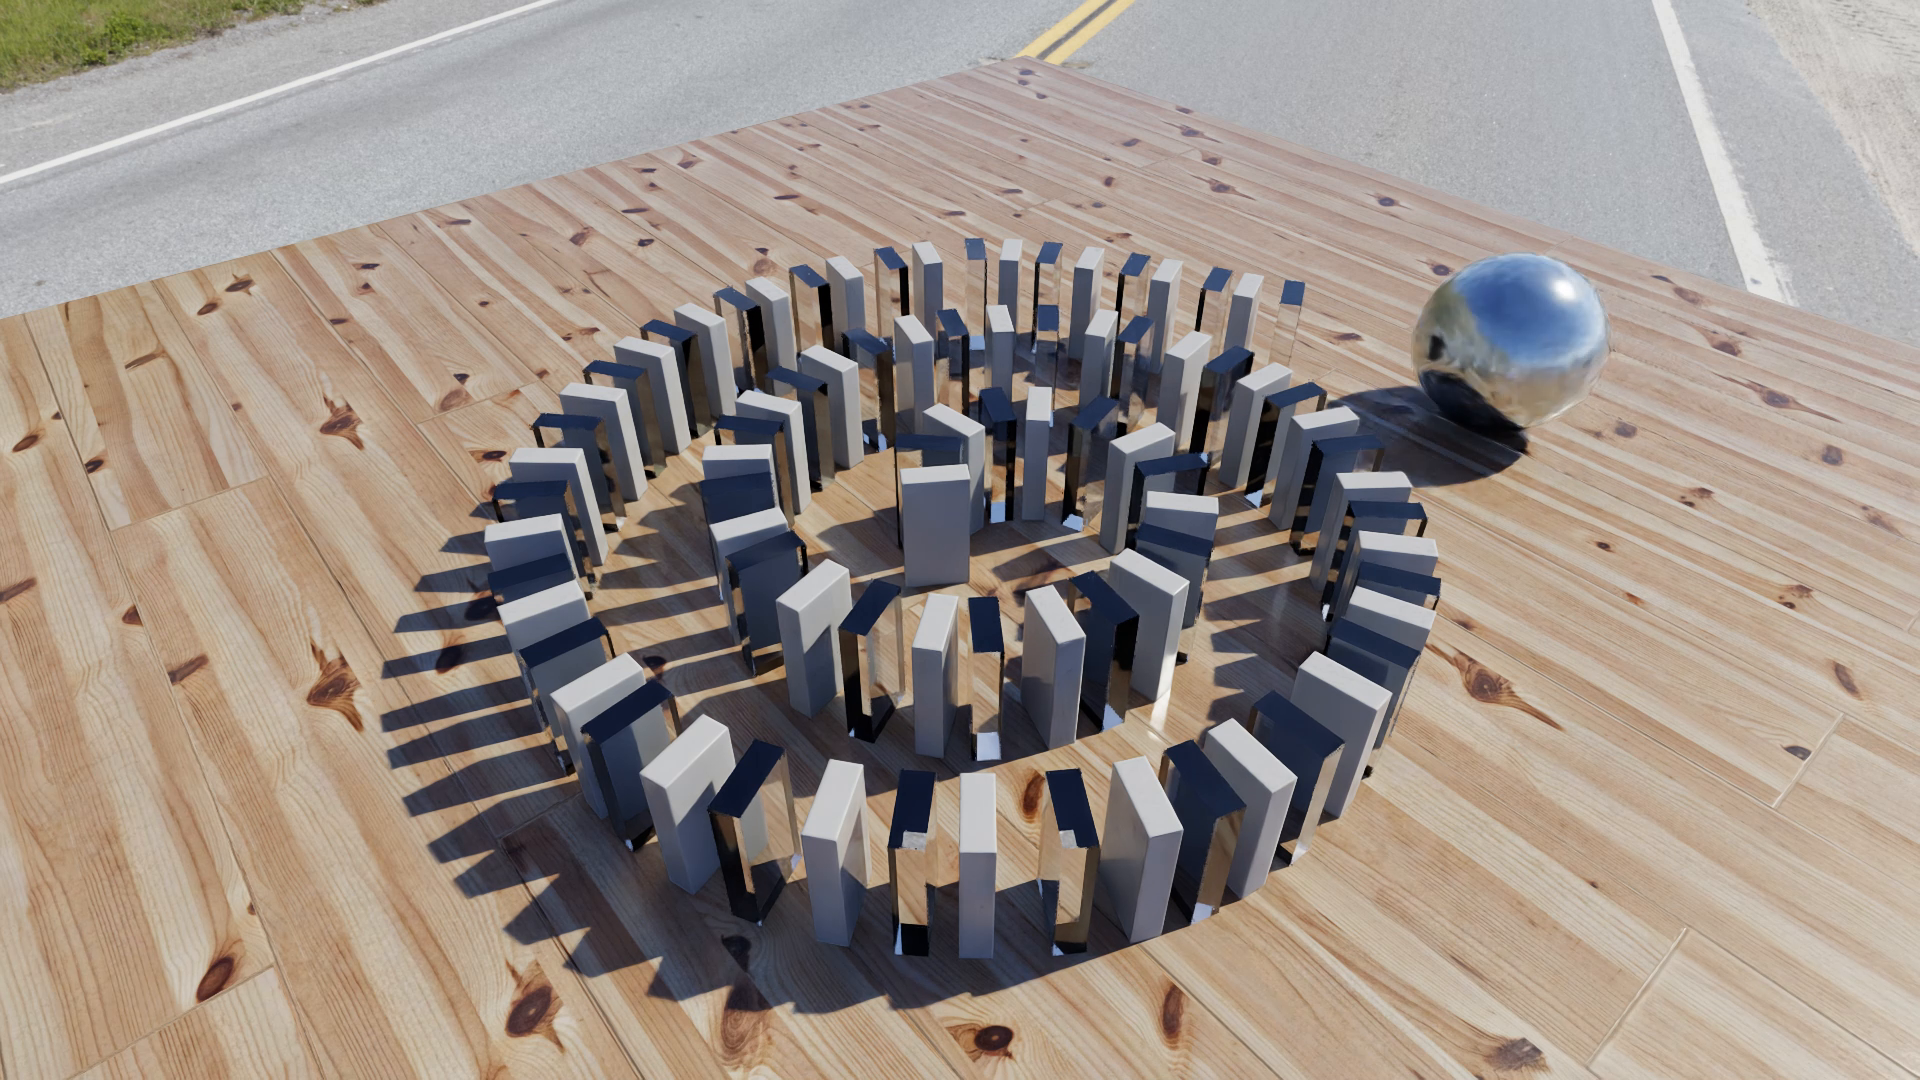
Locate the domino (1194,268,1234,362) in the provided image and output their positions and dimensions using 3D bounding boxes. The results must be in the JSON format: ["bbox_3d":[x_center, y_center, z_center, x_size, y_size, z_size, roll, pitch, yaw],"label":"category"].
[{"bbox_3d":[0.123,-0.105,0.539,0.010,0.050,0.025,16,42,18],"label":"domino"}]

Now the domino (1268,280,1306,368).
[{"bbox_3d":[0.155,-0.096,0.529,0.010,0.050,0.025,12,41,14],"label":"domino"}]

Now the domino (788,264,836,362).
[{"bbox_3d":[-0.072,-0.107,0.542,0.010,0.050,0.025,-22,44,-25],"label":"domino"}]

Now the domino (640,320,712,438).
[{"bbox_3d":[-0.129,-0.073,0.501,0.025,0.050,0.009,21,44,24],"label":"domino"}]

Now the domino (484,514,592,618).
[{"bbox_3d":[-0.150,0.015,0.393,0.025,0.050,0.009,-10,40,-12],"label":"domino"}]

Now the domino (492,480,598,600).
[{"bbox_3d":[-0.154,0.001,0.410,0.025,0.050,0.009,-4,39,-4],"label":"domino"}]

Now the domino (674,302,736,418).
[{"bbox_3d":[-0.118,-0.083,0.512,0.025,0.050,0.010,28,47,30],"label":"domino"}]

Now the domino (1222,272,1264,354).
[{"bbox_3d":[0.136,-0.101,0.535,0.009,0.050,0.025,16,42,18],"label":"domino"}]

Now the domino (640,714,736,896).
[{"bbox_3d":[-0.076,0.077,0.318,0.010,0.050,0.025,22,44,24],"label":"domino"}]

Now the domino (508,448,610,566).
[{"bbox_3d":[-0.155,-0.012,0.426,0.025,0.050,0.009,1,39,1],"label":"domino"}]

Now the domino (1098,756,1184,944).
[{"bbox_3d":[0.049,0.087,0.306,0.009,0.050,0.025,-10,40,-12],"label":"domino"}]

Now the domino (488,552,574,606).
[{"bbox_3d":[-0.141,0.030,0.375,0.025,0.050,0.010,-17,42,-20],"label":"domino"}]

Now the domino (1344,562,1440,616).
[{"bbox_3d":[0.143,0.032,0.373,0.025,0.050,0.010,14,41,16],"label":"domino"}]

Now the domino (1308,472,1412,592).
[{"bbox_3d":[0.150,-0.002,0.414,0.025,0.050,0.010,-2,39,-2],"label":"domino"}]

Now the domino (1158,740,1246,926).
[{"bbox_3d":[0.065,0.083,0.310,0.010,0.050,0.025,-16,42,-19],"label":"domino"}]

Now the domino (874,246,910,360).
[{"bbox_3d":[-0.034,-0.120,0.558,0.009,0.050,0.025,-14,41,-16],"label":"domino"}]

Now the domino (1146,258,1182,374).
[{"bbox_3d":[0.100,-0.111,0.547,0.009,0.050,0.025,15,42,18],"label":"domino"}]

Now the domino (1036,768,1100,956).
[{"bbox_3d":[0.029,0.089,0.303,0.010,0.050,0.025,-4,40,-5],"label":"domino"}]

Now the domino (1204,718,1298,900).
[{"bbox_3d":[0.080,0.078,0.316,0.009,0.050,0.025,-22,44,-24],"label":"domino"}]

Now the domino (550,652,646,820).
[{"bbox_3d":[-0.106,0.061,0.337,0.025,0.050,0.010,-31,49,-32],"label":"domino"}]

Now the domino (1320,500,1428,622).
[{"bbox_3d":[0.150,0.009,0.401,0.025,0.050,0.009,2,39,3],"label":"domino"}]

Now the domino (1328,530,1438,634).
[{"bbox_3d":[0.148,0.021,0.386,0.025,0.050,0.009,7,40,8],"label":"domino"}]

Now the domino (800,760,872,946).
[{"bbox_3d":[-0.033,0.087,0.305,0.009,0.050,0.025,8,40,9],"label":"domino"}]

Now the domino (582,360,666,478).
[{"bbox_3d":[-0.144,-0.052,0.475,0.025,0.050,0.010,12,41,14],"label":"domino"}]

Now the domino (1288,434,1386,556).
[{"bbox_3d":[0.148,-0.017,0.432,0.025,0.050,0.009,-7,40,-8],"label":"domino"}]

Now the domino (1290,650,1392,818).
[{"bbox_3d":[0.113,0.060,0.338,0.025,0.050,0.009,31,48,32],"label":"domino"}]

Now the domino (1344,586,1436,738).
[{"bbox_3d":[0.136,0.041,0.362,0.025,0.050,0.009,20,43,22],"label":"domino"}]

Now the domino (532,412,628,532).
[{"bbox_3d":[-0.153,-0.027,0.444,0.025,0.050,0.009,5,40,6],"label":"domino"}]

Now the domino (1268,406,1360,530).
[{"bbox_3d":[0.143,-0.029,0.446,0.025,0.050,0.010,-11,41,-14],"label":"domino"}]

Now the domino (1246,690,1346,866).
[{"bbox_3d":[0.095,0.071,0.325,0.010,0.050,0.025,-27,47,-29],"label":"domino"}]

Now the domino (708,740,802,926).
[{"bbox_3d":[-0.057,0.083,0.310,0.010,0.050,0.025,14,41,16],"label":"domino"}]

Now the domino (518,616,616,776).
[{"bbox_3d":[-0.120,0.050,0.350,0.025,0.050,0.009,-26,46,-28],"label":"domino"}]

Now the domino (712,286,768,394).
[{"bbox_3d":[-0.103,-0.092,0.524,0.010,0.050,0.025,-30,48,-32],"label":"domino"}]

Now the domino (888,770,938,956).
[{"bbox_3d":[-0.012,0.089,0.302,0.009,0.050,0.025,3,39,4],"label":"domino"}]

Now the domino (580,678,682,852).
[{"bbox_3d":[-0.095,0.068,0.329,0.009,0.050,0.025,29,48,31],"label":"domino"}]

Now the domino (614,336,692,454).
[{"bbox_3d":[-0.136,-0.064,0.490,0.025,0.050,0.010,16,42,19],"label":"domino"}]

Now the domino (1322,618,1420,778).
[{"bbox_3d":[0.126,0.051,0.350,0.025,0.050,0.010,25,46,28],"label":"domino"}]

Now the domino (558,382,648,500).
[{"bbox_3d":[-0.149,-0.041,0.461,0.025,0.050,0.009,8,40,10],"label":"domino"}]

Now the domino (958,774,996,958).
[{"bbox_3d":[0.005,0.090,0.302,0.010,0.050,0.025,0,39,0],"label":"domino"}]

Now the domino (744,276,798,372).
[{"bbox_3d":[-0.091,-0.099,0.532,0.010,0.050,0.025,-27,46,-29],"label":"domino"}]

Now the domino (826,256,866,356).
[{"bbox_3d":[-0.056,-0.113,0.550,0.009,0.050,0.025,-19,43,-21],"label":"domino"}]

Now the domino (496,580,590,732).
[{"bbox_3d":[-0.133,0.039,0.364,0.025,0.050,0.009,-21,44,-24],"label":"domino"}]
